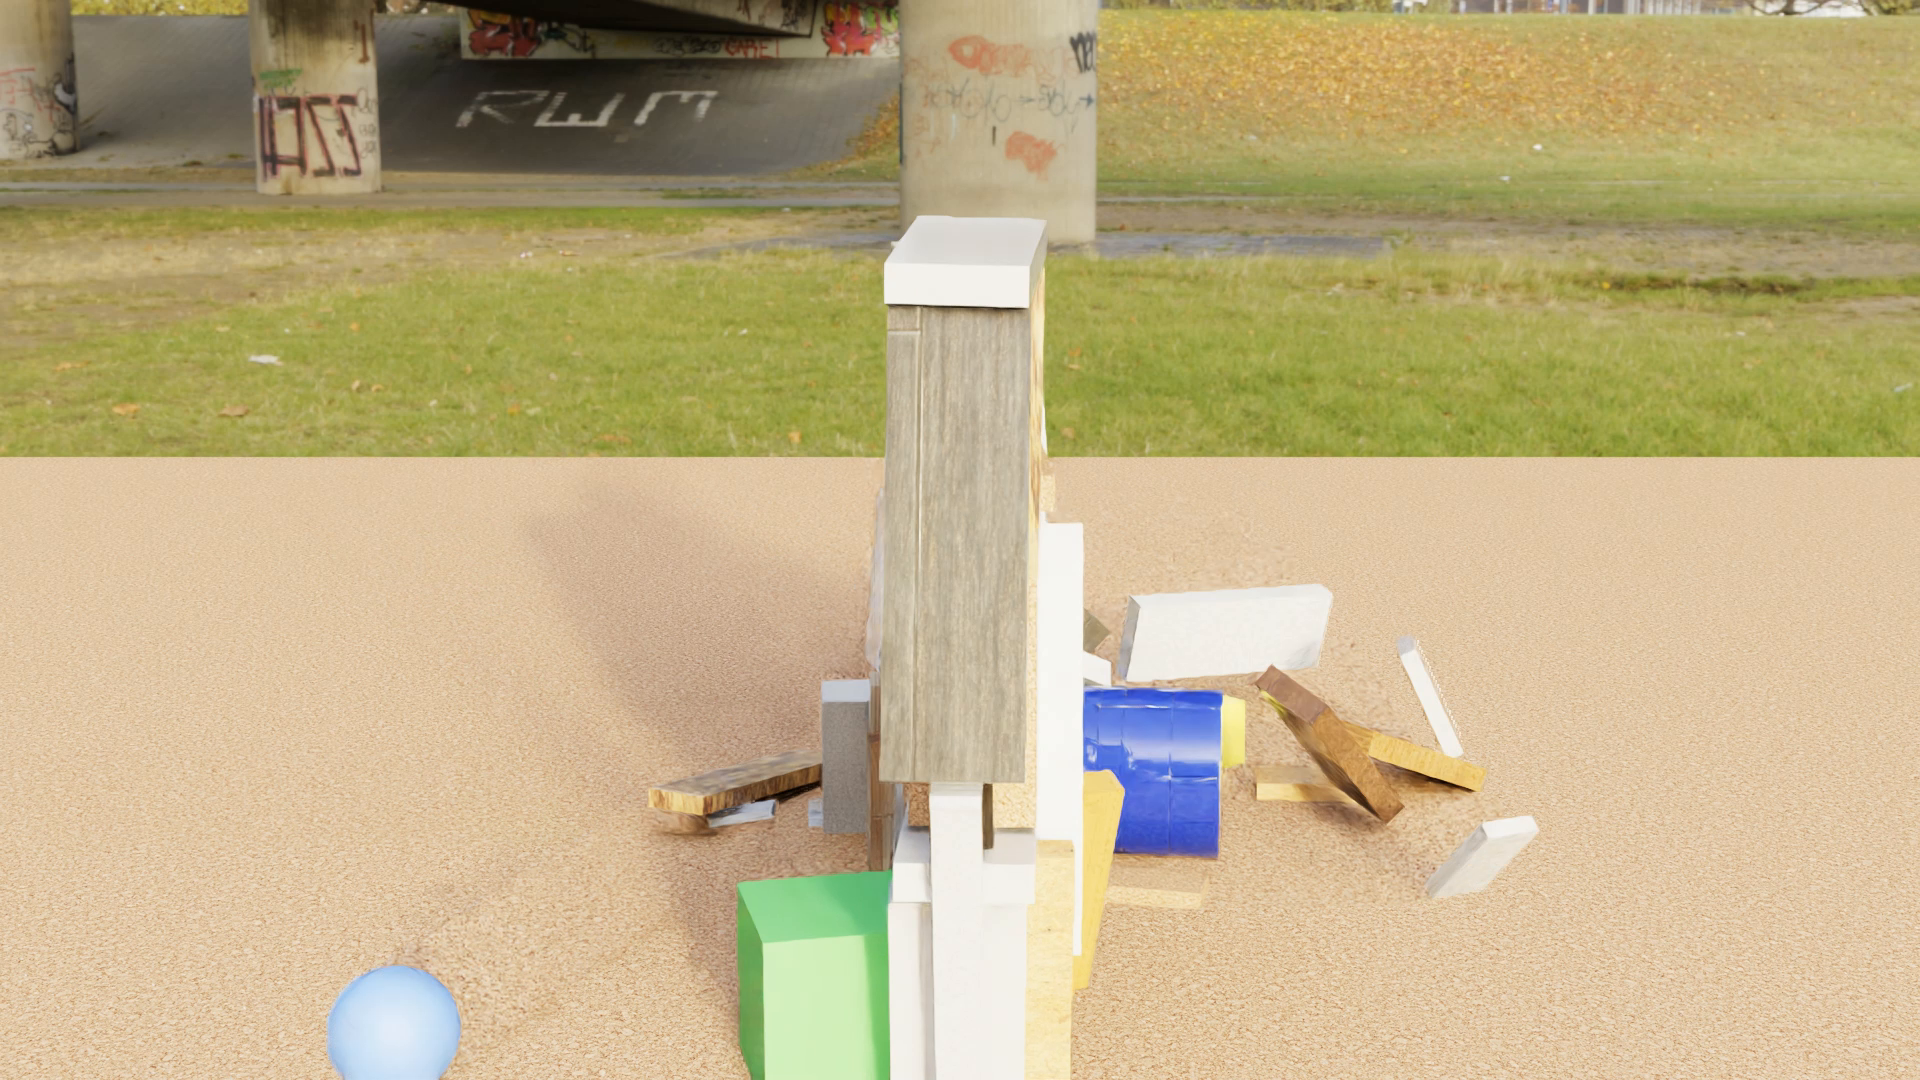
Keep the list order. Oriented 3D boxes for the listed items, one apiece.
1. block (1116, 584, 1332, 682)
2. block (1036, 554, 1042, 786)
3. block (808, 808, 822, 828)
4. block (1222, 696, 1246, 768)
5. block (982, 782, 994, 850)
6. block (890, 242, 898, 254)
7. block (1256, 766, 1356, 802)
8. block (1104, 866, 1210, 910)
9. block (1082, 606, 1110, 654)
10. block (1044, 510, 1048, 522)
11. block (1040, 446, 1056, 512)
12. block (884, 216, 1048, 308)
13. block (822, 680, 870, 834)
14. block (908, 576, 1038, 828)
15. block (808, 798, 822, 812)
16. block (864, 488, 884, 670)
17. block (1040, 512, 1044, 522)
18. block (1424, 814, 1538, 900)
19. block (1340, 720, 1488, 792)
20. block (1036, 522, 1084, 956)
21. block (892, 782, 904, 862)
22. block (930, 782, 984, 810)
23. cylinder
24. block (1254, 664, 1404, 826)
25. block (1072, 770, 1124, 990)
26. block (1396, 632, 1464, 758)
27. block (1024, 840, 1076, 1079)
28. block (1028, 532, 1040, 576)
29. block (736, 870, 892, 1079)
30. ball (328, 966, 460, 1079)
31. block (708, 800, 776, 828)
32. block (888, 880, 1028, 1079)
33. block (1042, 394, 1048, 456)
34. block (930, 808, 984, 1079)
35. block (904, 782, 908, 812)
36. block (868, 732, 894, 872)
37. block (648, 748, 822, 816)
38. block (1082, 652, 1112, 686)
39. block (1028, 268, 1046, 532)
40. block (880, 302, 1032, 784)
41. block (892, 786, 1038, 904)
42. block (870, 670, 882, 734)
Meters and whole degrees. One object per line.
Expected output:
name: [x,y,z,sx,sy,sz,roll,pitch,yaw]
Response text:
block: [0.570,0.199,4.731,0.470,0.180,0.051,-3,27,-23]
block: [0.028,0.172,2.960,0.158,0.316,0.045,1,-7,3]
block: [-0.220,0.510,4.052,0.119,0.017,0.059,-1,11,-4]
block: [0.481,0.384,4.424,0.129,0.129,0.129,-9,14,-40]
block: [0.010,0.319,2.649,0.059,0.119,0.017,0,30,3]
block: [-0.006,-0.435,3.622,0.157,0.044,0.313,-1,20,-14]
block: [0.688,0.470,4.227,0.234,0.033,0.117,1,11,7]
block: [0.307,0.577,3.661,0.201,0.028,0.100,3,11,14]
block: [0.113,0.256,4.403,0.180,0.360,0.051,42,1,-20]
block: [0.064,-0.041,3.433,0.144,0.041,0.288,-1,-13,1]
block: [0.036,-0.099,3.161,0.176,0.050,0.352,-1,12,-2]
block: [0.012,-0.341,2.665,0.166,0.047,0.332,2,18,5]
block: [-0.155,0.386,3.883,0.177,0.355,0.050,-1,44,-4]
block: [0.017,0.199,2.759,0.158,0.316,0.045,0,-1,2]
block: [-0.215,0.488,4.081,0.119,0.017,0.059,-1,1,-29]
block: [-0.144,0.081,4.537,0.051,0.360,0.180,4,6,-11]
block: [0.037,0.088,3.247,0.176,0.352,0.050,-1,-4,-3]
block: [0.851,0.519,3.596,0.100,0.201,0.028,-5,55,-25]
block: [0.835,0.406,4.202,0.330,0.047,0.165,20,-3,-35]
block: [0.077,0.268,3.009,0.176,0.587,0.050,1,-10,-4]
block: [-0.046,0.453,3.698,0.128,0.256,0.036,-2,25,-10]
block: [-0.002,0.277,2.577,0.059,0.017,0.119,1,24,3]
cylinder: [0.312,0.404,3.869,0.292,0.292,0.292,1,11,8]
block: [0.660,0.367,3.925,0.047,0.330,0.165,-45,38,-5]
block: [0.118,0.502,3.169,0.180,0.359,0.051,-4,31,-21]
block: [0.931,0.309,4.362,0.033,0.234,0.117,-24,10,13]
block: [0.063,0.558,2.907,0.169,0.338,0.048,0,21,-1]
block: [0.024,0.002,2.862,0.158,0.045,0.316,0,7,2]
block: [-0.164,0.602,2.955,0.236,0.236,0.236,-3,11,-14]
ball: [-0.745,0.647,2.896,0.170,0.170,0.170,0,11,0]
block: [-0.399,0.502,4.036,0.119,0.017,0.059,-10,10,5]
block: [-0.003,0.585,2.763,0.169,0.338,0.048,0,24,0]
block: [0.050,-0.218,3.454,0.157,0.313,0.044,1,-28,-7]
block: [-0.001,0.529,2.654,0.059,0.505,0.017,1,26,3]
block: [-0.030,0.338,3.584,0.128,0.036,0.256,0,49,-4]
block: [-0.090,0.446,3.730,0.128,0.256,0.036,-3,24,-9]
block: [-0.394,0.455,4.163,0.117,0.033,0.503,6,6,27]
block: [0.092,0.209,3.886,0.330,0.047,0.165,23,-29,-37]
block: [0.021,-0.181,2.792,0.166,0.332,0.047,1,7,3]
block: [-0.004,0.000,2.551,0.166,0.557,0.047,1,-5,2]
block: [0.012,0.381,2.783,0.169,0.048,0.338,0,9,2]
block: [-0.067,0.390,3.777,0.177,0.355,0.050,-1,27,-4]
